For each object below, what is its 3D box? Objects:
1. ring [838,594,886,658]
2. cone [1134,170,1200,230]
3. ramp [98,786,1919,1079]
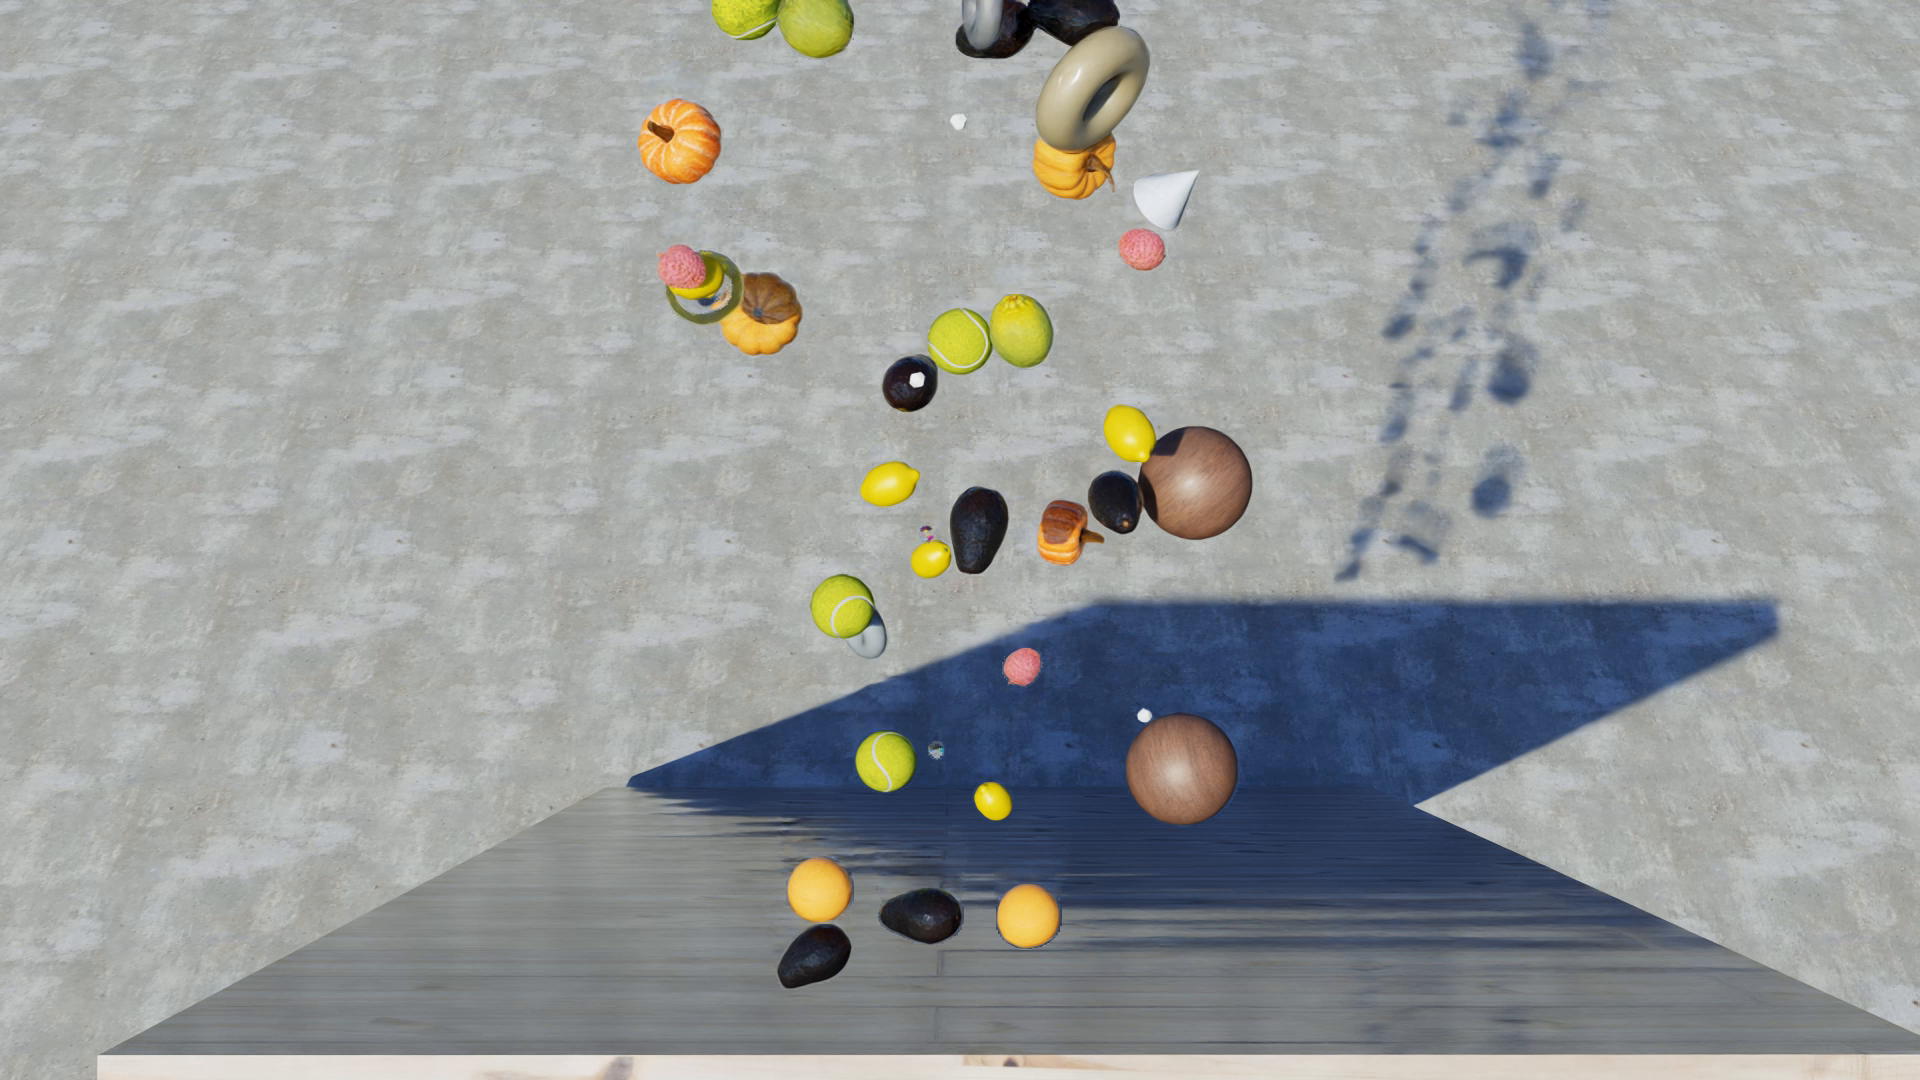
[{"bbox_3d":[-0.112,0.098,2.963,0.027,0.080,0.080,-26,42,-27],"label":"ring"},{"bbox_3d":[0.214,-0.347,2.549,0.062,0.062,0.062,23,51,-31],"label":"cone"},{"bbox_3d":[0.075,0.649,4.781,2.000,0.100,4.000,0,-1,0],"label":"ramp"}]
